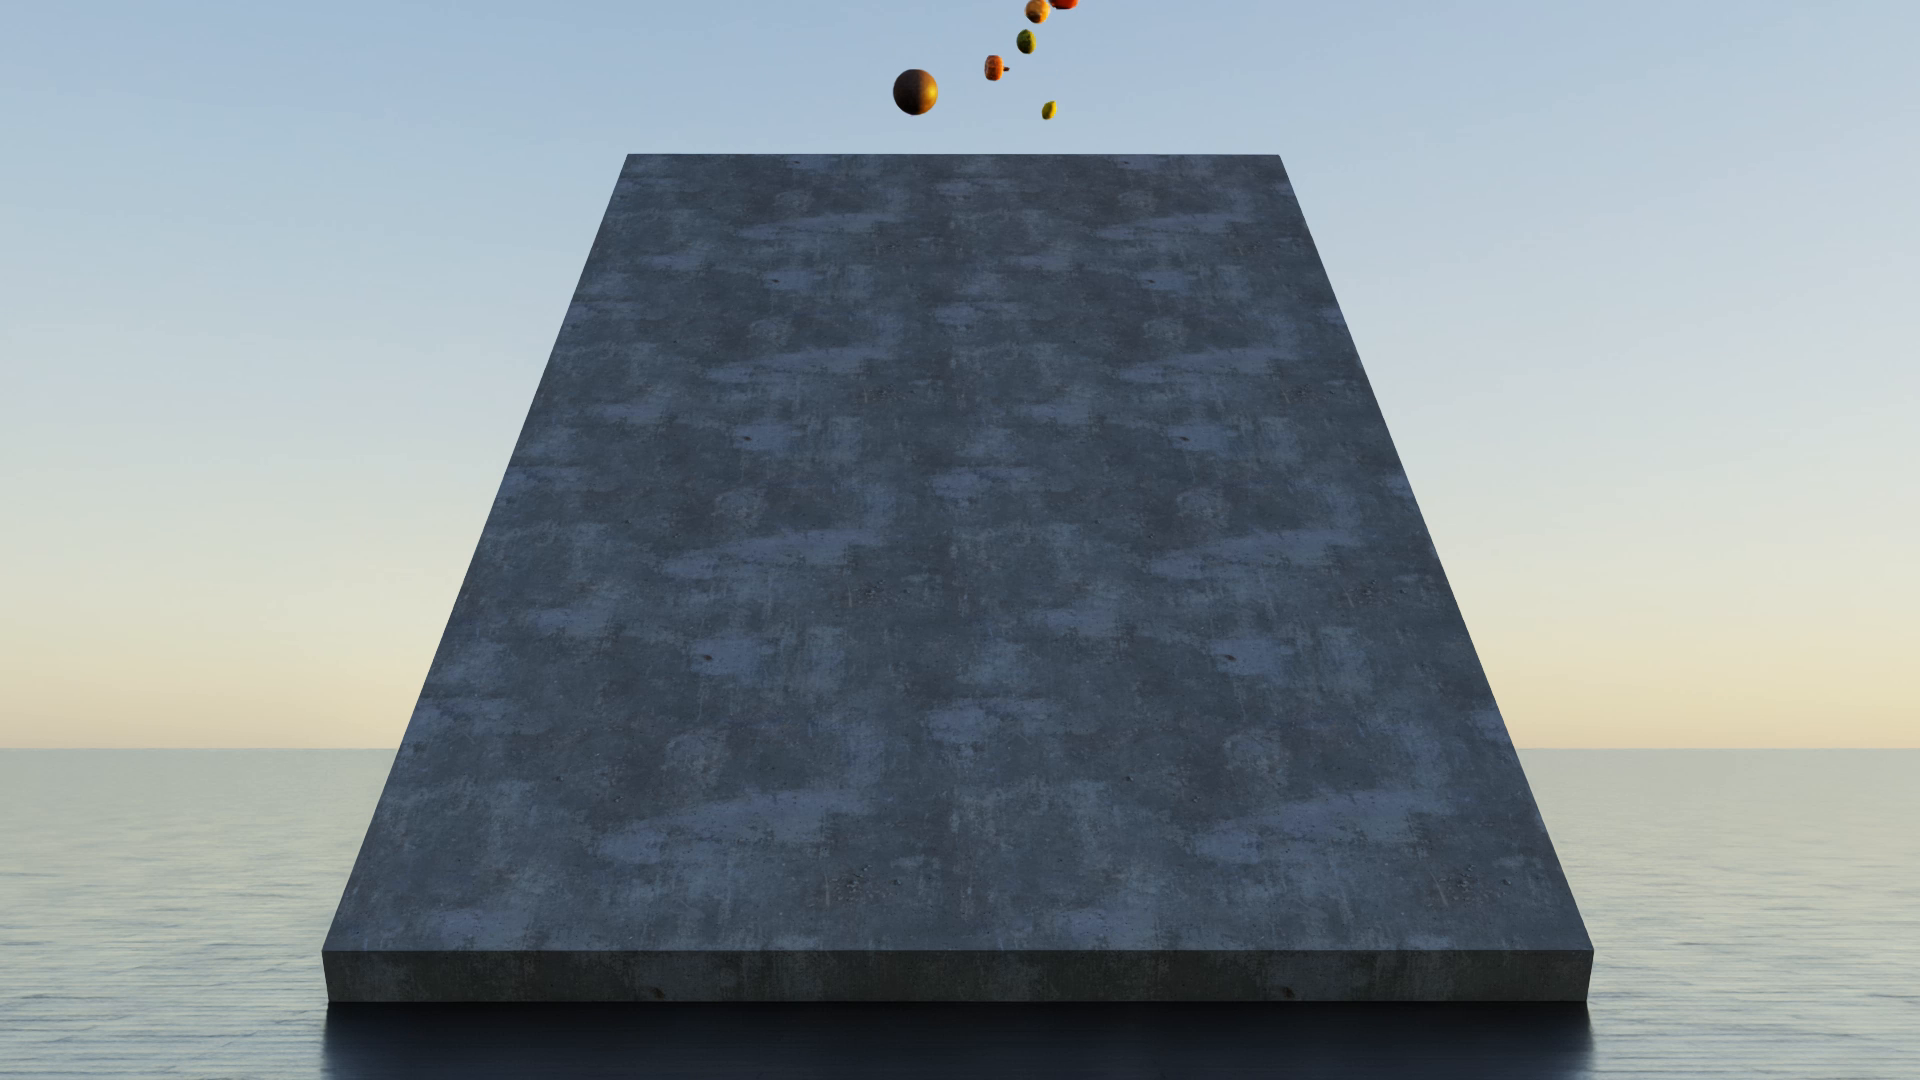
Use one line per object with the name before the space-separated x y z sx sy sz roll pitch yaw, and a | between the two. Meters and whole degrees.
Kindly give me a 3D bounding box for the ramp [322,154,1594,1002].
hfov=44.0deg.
ramp | -0.011 -0.226 5.531 2.000 0.100 4.000 0 27 0
